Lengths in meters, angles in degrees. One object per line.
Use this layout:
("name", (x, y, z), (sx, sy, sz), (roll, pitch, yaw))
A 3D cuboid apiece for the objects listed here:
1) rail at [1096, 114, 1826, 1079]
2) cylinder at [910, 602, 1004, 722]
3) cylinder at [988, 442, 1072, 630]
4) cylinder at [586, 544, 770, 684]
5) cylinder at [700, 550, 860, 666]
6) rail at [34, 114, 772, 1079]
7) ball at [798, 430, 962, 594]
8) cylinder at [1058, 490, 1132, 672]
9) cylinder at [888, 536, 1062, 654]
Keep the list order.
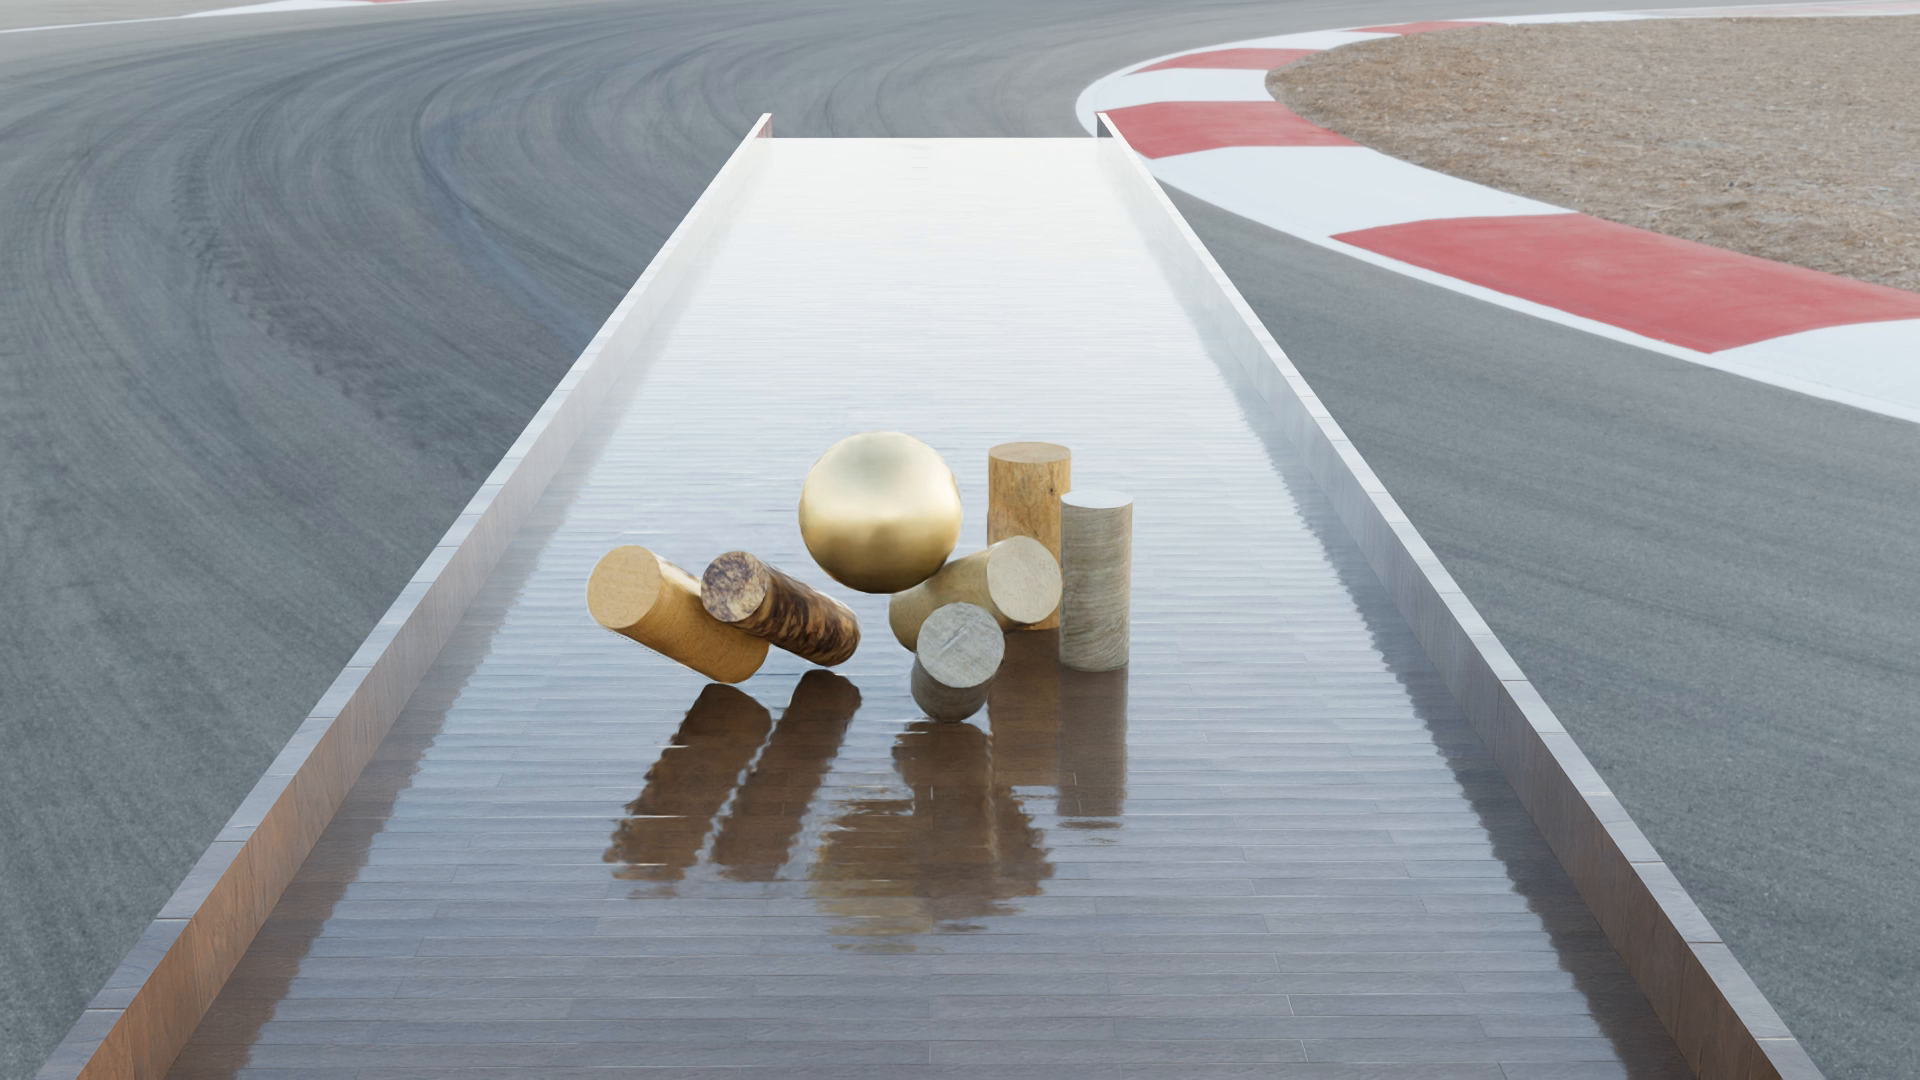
("rail", (0.932, -0.844, 7.801), (0.050, 0.150, 12.000), (0, 17, -1))
("cylinder", (-0.008, 0.223, 3.942), (0.150, 0.150, 0.343), (-1, -14, -4))
("cylinder", (0.145, -0.009, 4.618), (0.173, 0.363, 0.173), (0, 17, 0))
("cylinder", (-0.523, 0.144, 4.135), (0.158, 0.158, 0.394), (9, -14, 29))
("cylinder", (-0.334, 0.135, 4.184), (0.133, 0.133, 0.438), (7, -11, 22))
("rail", (-1.118, -0.838, 7.780), (0.050, 0.150, 12.000), (0, 17, -1))
("ball", (-0.147, -0.051, 4.081), (0.305, 0.305, 0.305), (0, 17, 0))
("cylinder", (0.269, 0.080, 4.370), (0.141, 0.336, 0.141), (0, 17, 0))
("cylinder", (0.023, 0.109, 4.109), (0.159, 0.159, 0.378), (-10, -6, -31))
